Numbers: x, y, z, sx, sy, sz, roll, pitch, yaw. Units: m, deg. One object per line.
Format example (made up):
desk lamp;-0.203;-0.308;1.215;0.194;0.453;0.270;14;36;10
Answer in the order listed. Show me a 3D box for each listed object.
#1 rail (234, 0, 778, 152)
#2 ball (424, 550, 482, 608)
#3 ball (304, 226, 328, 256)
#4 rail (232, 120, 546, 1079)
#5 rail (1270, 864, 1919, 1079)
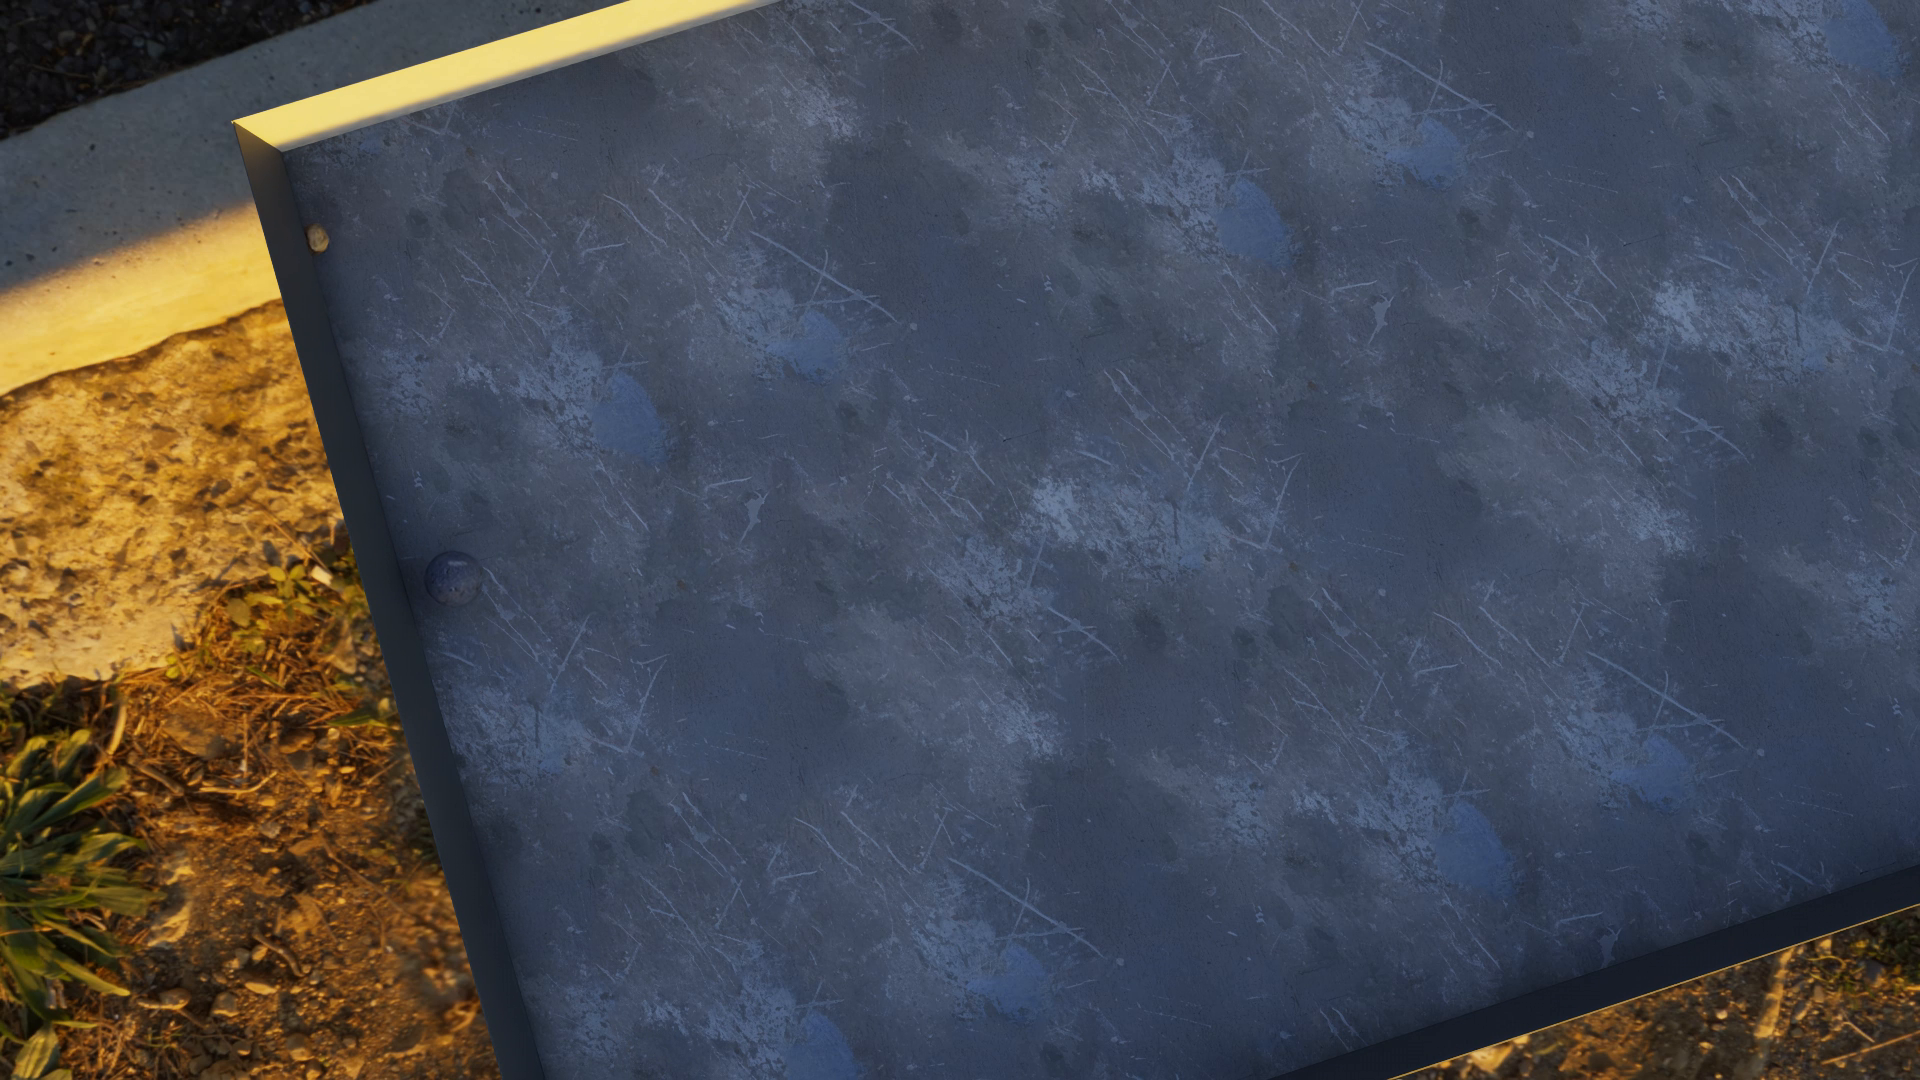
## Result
rail;0.532;-1.106;3.412;3.386;0.116;0.045;-18;82;-3
ball;-0.750;0.058;3.255;0.084;0.084;0.084;0;81;0
ball;-0.985;-0.457;3.351;0.045;0.045;0.045;0;81;0
rail;-0.784;0.244;3.209;0.045;0.116;1.847;-18;82;-3
rail;1.080;0.588;3.158;3.386;0.116;0.045;-18;82;-3
